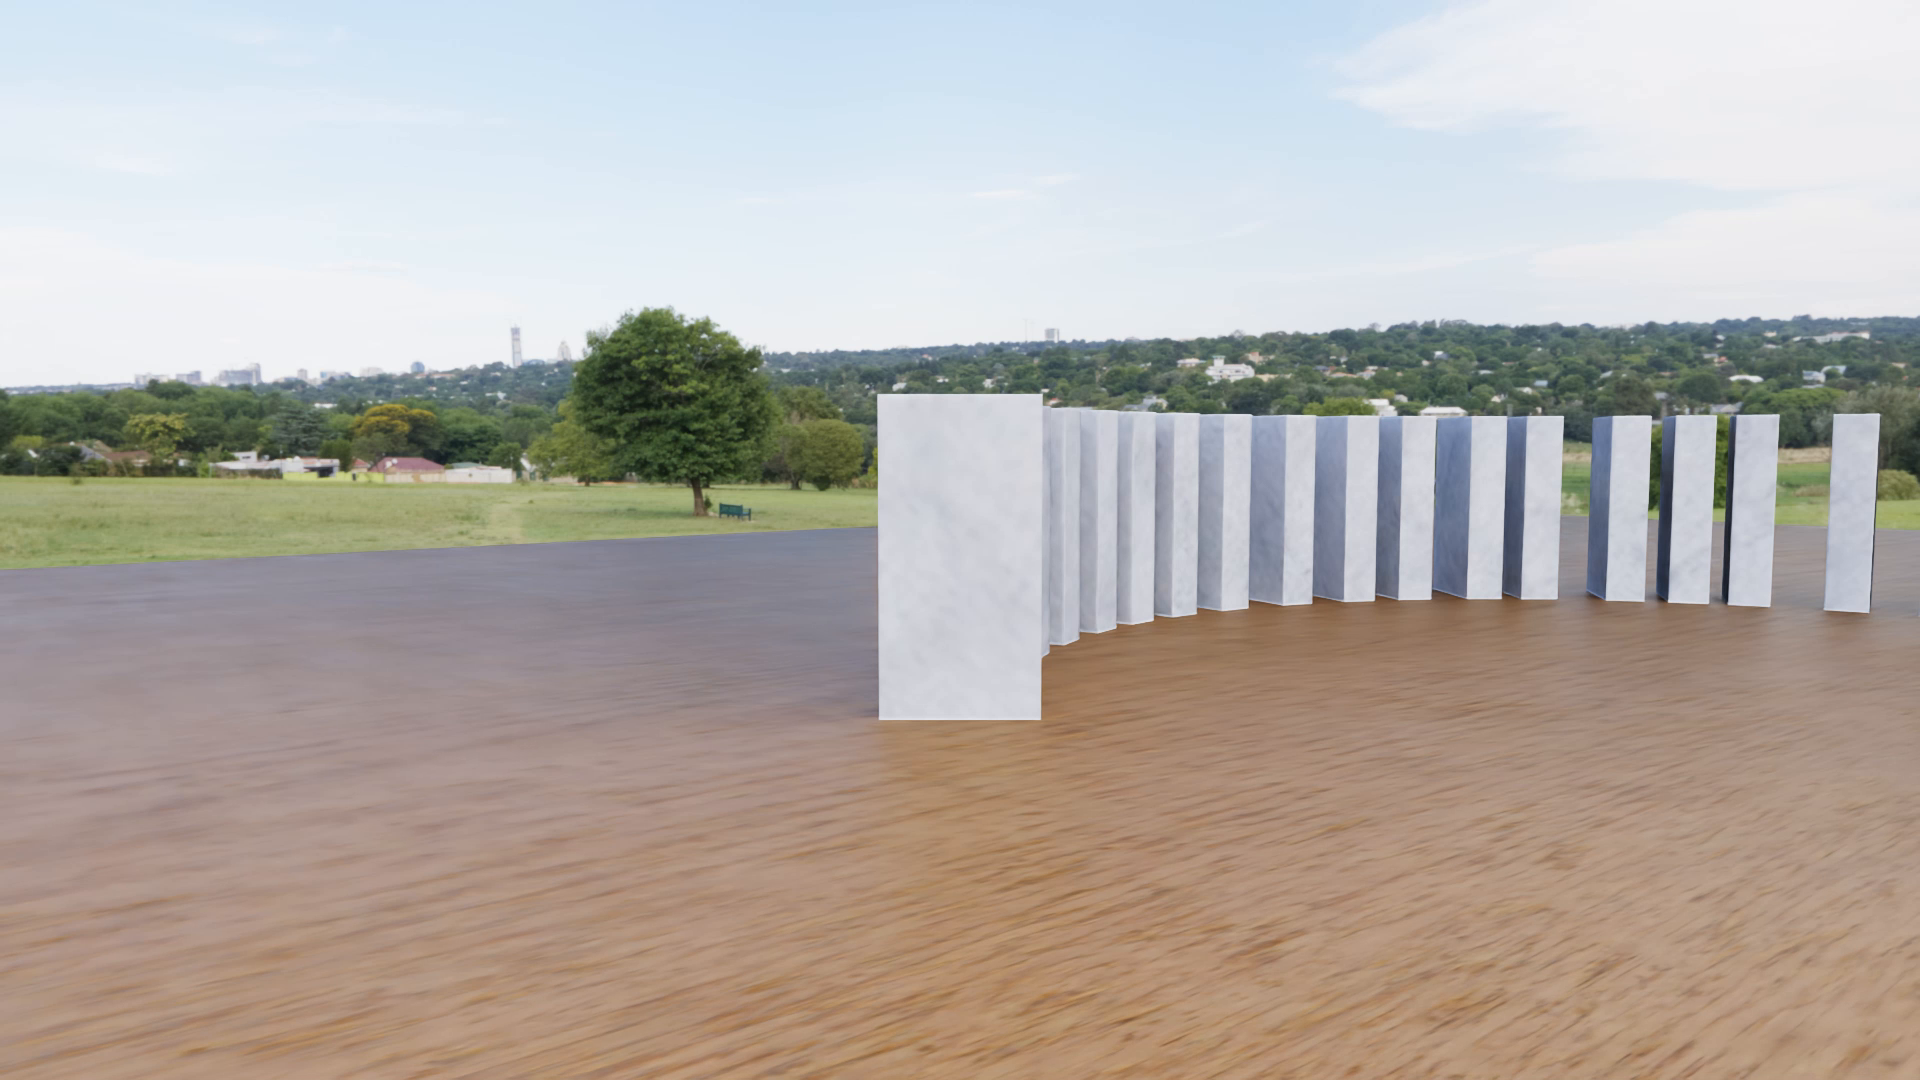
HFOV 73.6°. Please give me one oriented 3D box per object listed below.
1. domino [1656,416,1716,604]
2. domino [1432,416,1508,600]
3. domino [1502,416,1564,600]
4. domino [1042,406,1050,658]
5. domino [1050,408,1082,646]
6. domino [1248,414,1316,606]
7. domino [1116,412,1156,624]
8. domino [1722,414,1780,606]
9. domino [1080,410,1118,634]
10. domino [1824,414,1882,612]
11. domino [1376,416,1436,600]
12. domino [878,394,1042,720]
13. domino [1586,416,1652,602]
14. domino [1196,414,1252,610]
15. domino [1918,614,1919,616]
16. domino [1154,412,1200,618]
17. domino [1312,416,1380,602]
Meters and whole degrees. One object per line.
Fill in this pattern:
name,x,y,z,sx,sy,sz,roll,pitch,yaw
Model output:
domino,0.199,-0.009,0.353,0.009,0.050,0.025,2,5,22
domino,0.144,-0.010,0.363,0.010,0.050,0.025,0,4,-1
domino,0.160,-0.010,0.362,0.010,0.050,0.025,0,4,5
domino,0.005,-0.002,0.259,0.025,0.050,0.010,1,4,17
domino,0.013,-0.003,0.279,0.025,0.050,0.010,2,5,25
domino,0.084,-0.009,0.349,0.009,0.050,0.025,-2,5,-24
domino,0.034,-0.006,0.312,0.025,0.050,0.010,4,6,41
domino,0.213,-0.008,0.346,0.009,0.050,0.025,2,5,27
domino,0.023,-0.005,0.297,0.025,0.050,0.009,3,5,33
domino,0.233,-0.008,0.334,0.009,0.050,0.025,3,5,36
domino,0.122,-0.010,0.361,0.009,0.050,0.025,-1,4,-9
domino,0.000,0.002,0.201,0.025,0.050,0.009,0,4,0
domino,0.184,-0.009,0.358,0.009,0.050,0.025,1,4,15
domino,0.064,-0.008,0.338,0.010,0.050,0.025,-3,5,-34
domino,0.249,-0.006,0.319,0.025,0.050,0.009,-4,6,-42
domino,0.047,-0.007,0.325,0.009,0.050,0.025,-4,6,-42
domino,0.105,-0.009,0.357,0.009,0.050,0.025,-1,4,-16
